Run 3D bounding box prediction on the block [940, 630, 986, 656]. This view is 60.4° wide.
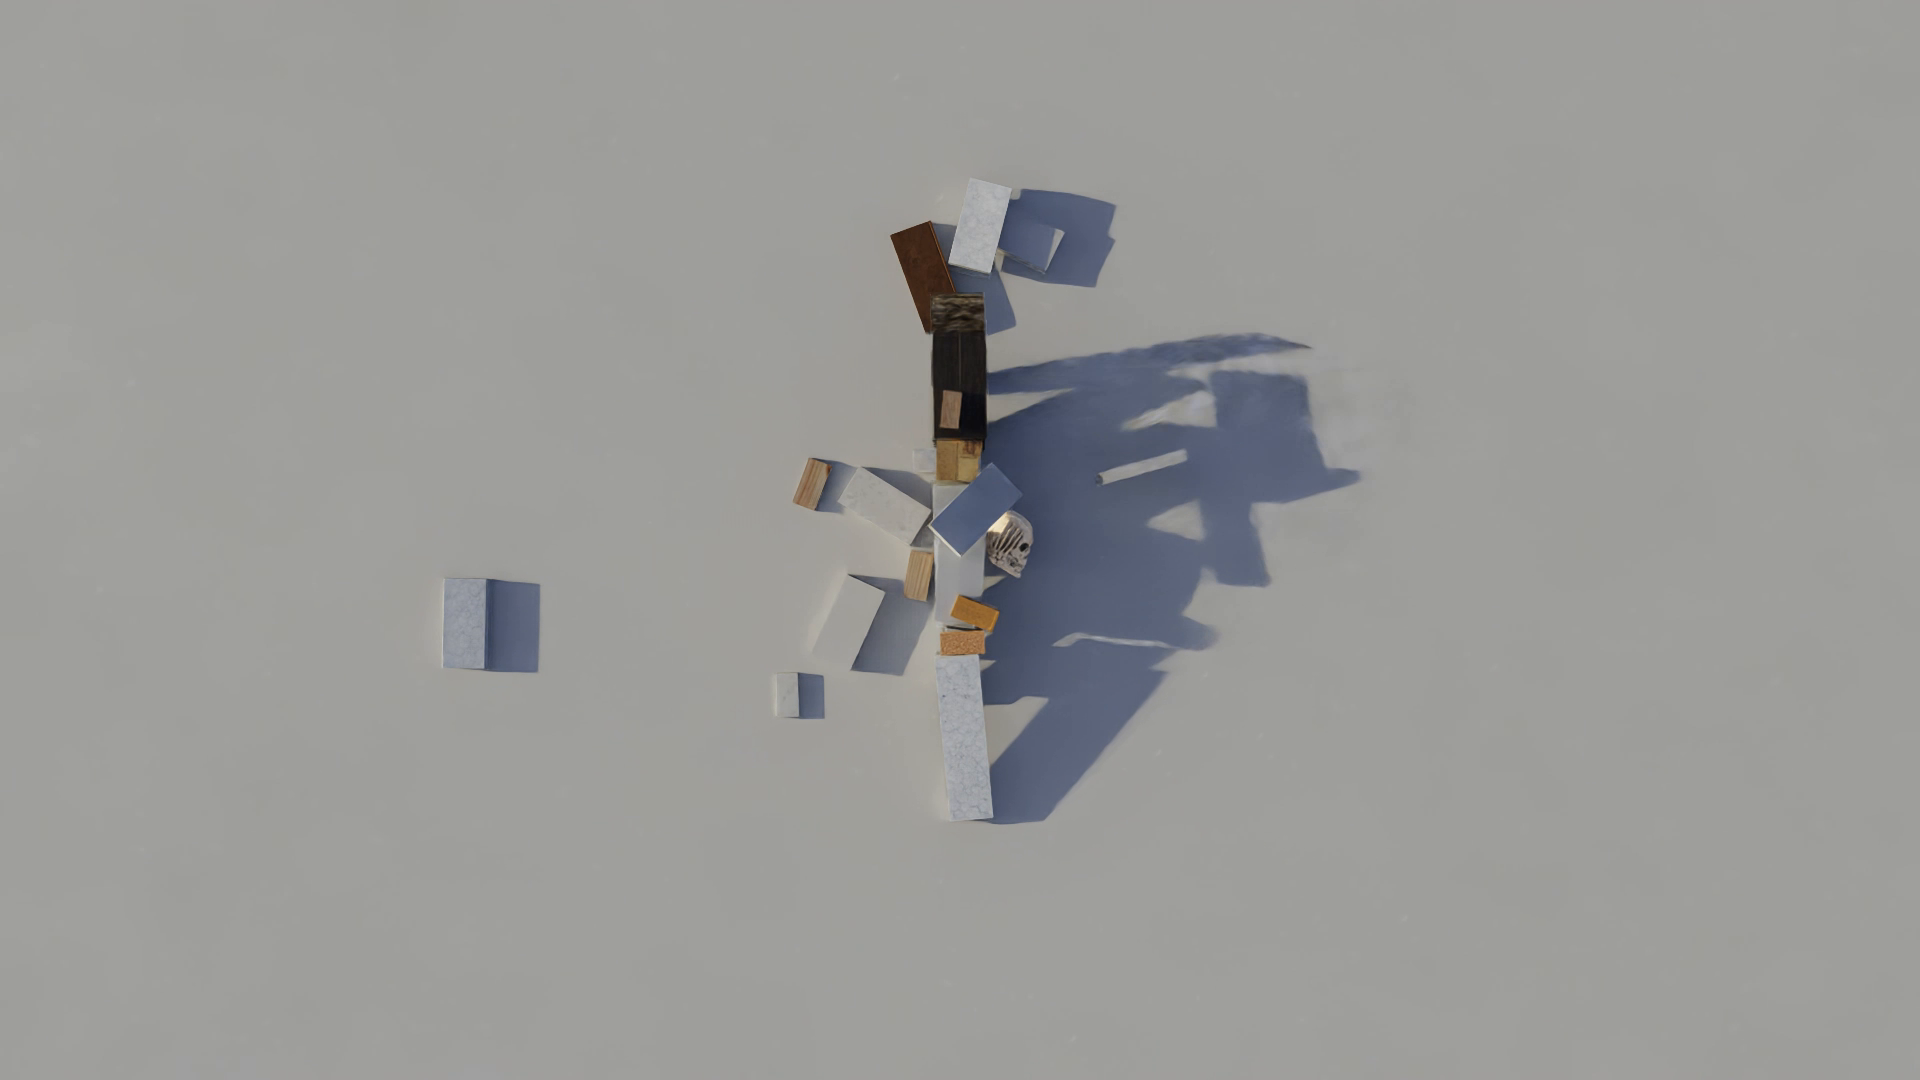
[{"bbox_3d":[0.009,0.335,5.371,0.145,0.021,0.072,-3,106,0],"label":"block"}]

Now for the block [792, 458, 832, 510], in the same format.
[{"bbox_3d":[-0.492,-0.186,5.489,0.080,0.023,0.159,21,90,0],"label":"block"}]

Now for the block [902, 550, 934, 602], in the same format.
[{"bbox_3d":[-0.138,0.119,5.489,0.080,0.023,0.159,10,90,0],"label":"block"}]

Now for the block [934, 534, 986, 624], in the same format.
[{"bbox_3d":[0.001,0.117,5.361,0.151,0.043,0.302,3,96,-1],"label":"block"}]

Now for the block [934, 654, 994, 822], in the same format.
[{"bbox_3d":[0.014,0.649,5.426,0.144,0.041,0.558,-5,101,0],"label":"block"}]

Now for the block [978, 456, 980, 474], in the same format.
[{"bbox_3d":[0.001,-0.297,5.409,0.134,0.038,0.267,0,111,-1],"label":"block"}]

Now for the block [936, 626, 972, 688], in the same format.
[{"bbox_3d":[-0.009,0.391,5.413,0.105,0.030,0.211,8,106,-3],"label":"block"}]

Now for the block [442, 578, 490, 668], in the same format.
[{"bbox_3d":[-1.642,0.276,5.480,0.140,0.040,0.296,1,90,0],"label":"block"}]

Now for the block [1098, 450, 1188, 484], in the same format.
[{"bbox_3d":[0.600,-0.239,5.430,0.280,0.140,0.040,-16,90,0],"label":"block"}]

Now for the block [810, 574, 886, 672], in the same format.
[{"bbox_3d":[-0.371,0.274,5.480,0.144,0.041,0.288,25,90,0],"label":"block"}]

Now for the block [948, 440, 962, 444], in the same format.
[{"bbox_3d":[-0.012,-0.373,5.303,0.059,0.017,0.117,12,96,-3],"label":"block"}]

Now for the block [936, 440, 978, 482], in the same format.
[{"bbox_3d":[-0.006,-0.325,5.336,0.134,0.038,0.267,2,97,-1],"label":"block"}]

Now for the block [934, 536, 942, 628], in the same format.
[{"bbox_3d":[-0.006,0.137,5.435,0.151,0.043,0.302,-1,107,0],"label":"block"}]

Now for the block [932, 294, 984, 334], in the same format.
[{"bbox_3d":[-0.005,-0.644,5.373,0.167,0.047,0.335,-1,130,0],"label":"block"}]

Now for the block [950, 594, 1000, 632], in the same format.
[{"bbox_3d":[0.049,0.238,5.342,0.145,0.021,0.072,21,94,-3],"label":"block"}]

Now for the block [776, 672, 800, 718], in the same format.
[{"bbox_3d":[-0.573,0.515,5.490,0.072,0.021,0.145,-2,90,0],"label":"block"}]

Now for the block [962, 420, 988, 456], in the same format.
[{"bbox_3d":[0.047,-0.331,5.306,0.059,0.017,0.117,11,97,-2],"label":"block"}]

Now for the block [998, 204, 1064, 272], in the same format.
[{"bbox_3d":[0.187,-1.018,5.480,0.287,0.041,0.144,26,90,0],"label":"block"}]

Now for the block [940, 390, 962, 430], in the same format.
[{"bbox_3d":[-0.029,-0.412,5.229,0.058,0.017,0.117,6,88,-4],"label":"block"}]

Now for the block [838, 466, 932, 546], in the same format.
[{"bbox_3d":[-0.250,-0.113,5.480,0.280,0.040,0.140,32,90,0],"label":"block"}]

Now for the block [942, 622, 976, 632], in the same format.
[{"bbox_3d":[-0.004,0.282,5.440,0.105,0.030,0.211,-2,110,0],"label":"block"}]

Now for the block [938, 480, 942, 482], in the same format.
[{"bbox_3d":[-0.006,-0.131,5.432,0.134,0.038,0.267,-2,112,0],"label":"block"}]

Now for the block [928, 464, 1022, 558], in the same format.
[{"bbox_3d":[0.050,-0.096,5.303,0.288,0.041,0.144,-45,97,-11],"label":"block"}]

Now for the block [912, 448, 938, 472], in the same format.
[{"bbox_3d":[-0.057,-0.264,5.455,0.199,0.023,0.080,0,114,-1],"label":"block"}]

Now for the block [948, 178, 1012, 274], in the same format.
[{"bbox_3d":[0.067,-1.034,5.439,0.144,0.041,0.287,14,90,0],"label":"block"}]

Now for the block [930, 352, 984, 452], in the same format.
[{"bbox_3d":[-0.007,-0.454,5.411,0.167,0.047,0.335,-2,114,0],"label":"block"}]

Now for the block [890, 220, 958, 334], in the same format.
[{"bbox_3d":[-0.106,-0.873,5.480,0.144,0.041,0.344,-20,90,0],"label":"block"}]

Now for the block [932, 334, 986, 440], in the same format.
[{"bbox_3d":[-0.002,-0.490,5.266,0.167,0.047,0.335,0,88,-4],"label":"block"}]

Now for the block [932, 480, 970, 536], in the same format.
[{"bbox_3d":[-0.010,-0.046,5.422,0.151,0.043,0.302,-1,112,0],"label":"block"}]
